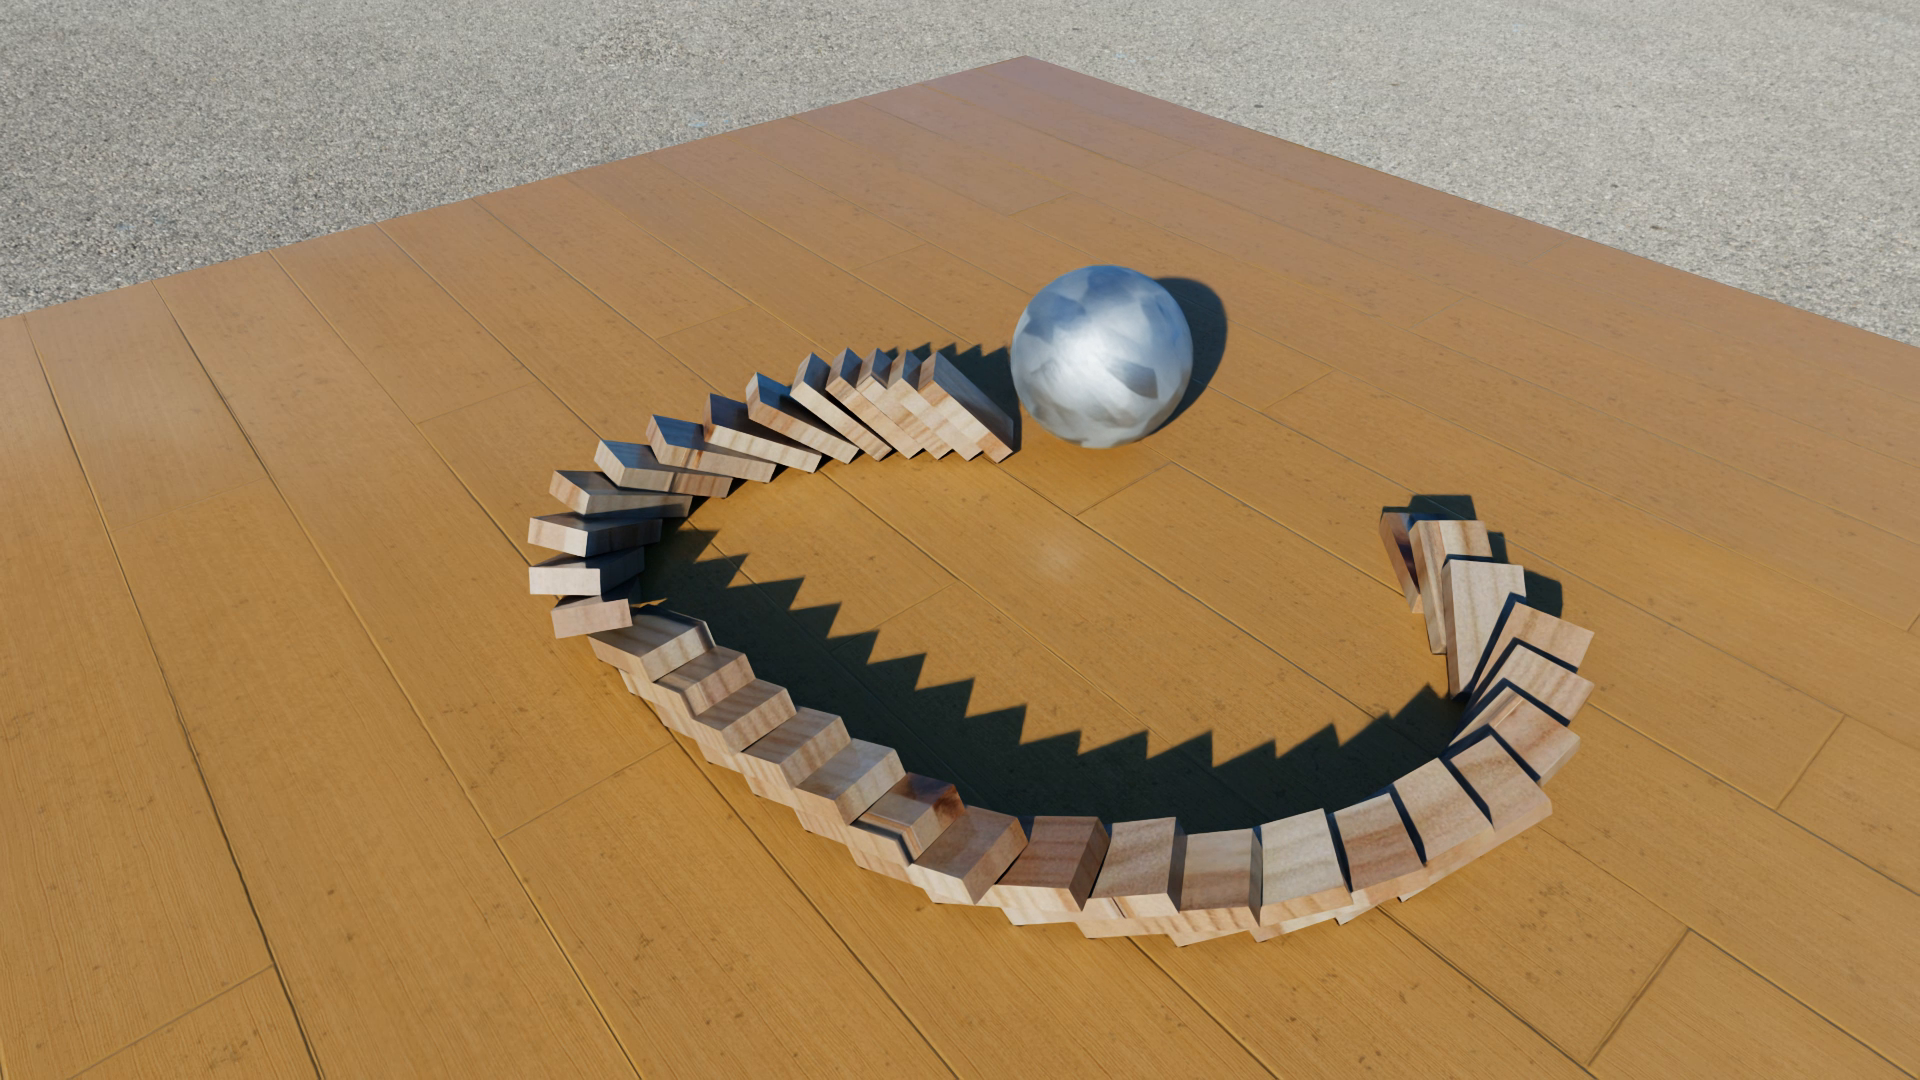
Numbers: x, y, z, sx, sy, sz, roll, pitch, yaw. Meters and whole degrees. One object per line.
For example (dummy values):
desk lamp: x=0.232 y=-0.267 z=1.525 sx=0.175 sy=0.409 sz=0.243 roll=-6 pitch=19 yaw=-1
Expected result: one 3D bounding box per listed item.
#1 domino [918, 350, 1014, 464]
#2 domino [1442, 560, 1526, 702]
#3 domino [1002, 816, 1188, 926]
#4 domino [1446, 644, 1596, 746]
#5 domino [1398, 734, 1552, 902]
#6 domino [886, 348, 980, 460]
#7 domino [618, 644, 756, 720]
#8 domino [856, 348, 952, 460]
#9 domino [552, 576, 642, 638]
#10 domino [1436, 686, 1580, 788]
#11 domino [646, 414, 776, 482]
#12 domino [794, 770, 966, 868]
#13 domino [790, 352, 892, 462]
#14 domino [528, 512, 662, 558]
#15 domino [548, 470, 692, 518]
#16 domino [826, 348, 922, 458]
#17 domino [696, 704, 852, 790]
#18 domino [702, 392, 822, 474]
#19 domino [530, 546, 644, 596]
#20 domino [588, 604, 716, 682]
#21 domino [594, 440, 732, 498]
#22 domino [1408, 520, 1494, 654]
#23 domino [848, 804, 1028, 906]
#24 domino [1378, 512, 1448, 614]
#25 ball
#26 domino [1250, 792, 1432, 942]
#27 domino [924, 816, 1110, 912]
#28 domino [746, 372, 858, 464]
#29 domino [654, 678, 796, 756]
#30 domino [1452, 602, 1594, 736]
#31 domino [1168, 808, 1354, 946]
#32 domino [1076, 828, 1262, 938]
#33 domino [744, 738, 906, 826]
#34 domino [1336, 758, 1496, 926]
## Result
domino: x=0.003 y=-0.059 z=0.490 sx=0.009 sy=0.050 sz=0.025 roll=-36 pitch=29 yaw=28
domino: x=0.186 y=0.032 z=0.388 sx=0.025 sy=0.010 sz=0.050 roll=5 pitch=64 yaw=6
domino: x=0.038 y=0.094 z=0.311 sx=0.050 sy=0.010 sz=0.025 roll=-14 pitch=32 yaw=27
domino: x=0.176 y=0.061 z=0.351 sx=0.025 sy=0.010 sz=0.050 roll=33 pitch=78 yaw=33
domino: x=0.144 y=0.082 z=0.326 sx=0.050 sy=0.010 sz=0.025 roll=-33 pitch=43 yaw=4
domino: x=-0.010 y=-0.060 z=0.491 sx=0.010 sy=0.050 sz=0.025 roll=-36 pitch=29 yaw=28
domino: x=-0.093 y=0.045 z=0.372 sx=0.025 sy=0.010 sz=0.050 roll=-32 pitch=23 yaw=-32
domino: x=-0.023 y=-0.061 z=0.492 sx=0.010 sy=0.050 sz=0.025 roll=-36 pitch=28 yaw=28
domino: x=-0.129 y=0.024 z=0.395 sx=0.025 sy=0.009 sz=0.050 roll=-9 pitch=9 yaw=-11
domino: x=0.162 y=0.072 z=0.338 sx=0.050 sy=0.010 sz=0.025 roll=-43 pitch=50 yaw=-5
domino: x=-0.107 y=-0.039 z=0.473 sx=0.050 sy=0.010 sz=0.025 roll=9 pitch=30 yaw=-37
domino: x=-0.025 y=0.080 z=0.329 sx=0.050 sy=0.009 sz=0.025 roll=2 pitch=31 yaw=47
domino: x=-0.051 y=-0.059 z=0.491 sx=0.050 sy=0.010 sz=0.025 roll=37 pitch=33 yaw=-23
domino: x=-0.141 y=-0.004 z=0.429 sx=0.025 sy=0.010 sz=0.050 roll=13 pitch=10 yaw=15
domino: x=-0.137 y=-0.019 z=0.447 sx=0.025 sy=0.010 sz=0.050 roll=29 pitch=18 yaw=32
domino: x=-0.037 y=-0.061 z=0.492 sx=0.010 sy=0.050 sz=0.025 roll=-36 pitch=29 yaw=28
domino: x=-0.060 y=0.063 z=0.349 sx=0.050 sy=0.010 sz=0.025 roll=3 pitch=30 yaw=47
domino: x=-0.087 y=-0.047 z=0.483 sx=0.050 sy=0.010 sz=0.025 roll=16 pitch=33 yaw=-26
domino: x=-0.138 y=0.011 z=0.411 sx=0.025 sy=0.009 sz=0.050 roll=1 pitch=9 yaw=1
domino: x=-0.108 y=0.035 z=0.384 sx=0.025 sy=0.010 sz=0.050 roll=-30 pitch=22 yaw=-32
domino: x=-0.124 y=-0.030 z=0.461 sx=0.050 sy=0.010 sz=0.025 roll=4 pitch=27 yaw=-45
domino: x=0.185 y=0.017 z=0.407 sx=0.025 sy=0.010 sz=0.050 roll=0 pitch=63 yaw=1
domino: x=-0.007 y=0.088 z=0.319 sx=0.050 sy=0.010 sz=0.025 roll=0 pitch=31 yaw=46
domino: x=0.185 y=0.009 z=0.433 sx=0.025 sy=0.010 sz=0.050 roll=1 pitch=39 yaw=2
ball: x=0.062 y=-0.080 z=0.486 sx=0.080 sy=0.080 sz=0.080 roll=0 pitch=39 yaw=0
domino: x=0.103 y=0.093 z=0.312 sx=0.050 sy=0.009 sz=0.025 roll=-24 pitch=37 yaw=14
domino: x=0.015 y=0.092 z=0.314 sx=0.050 sy=0.009 sz=0.025 roll=-9 pitch=31 yaw=35
domino: x=-0.070 y=-0.054 z=0.487 sx=0.050 sy=0.010 sz=0.025 roll=24 pitch=29 yaw=-30
domino: x=-0.078 y=0.055 z=0.360 sx=0.025 sy=0.010 sz=0.050 roll=-32 pitch=23 yaw=-32
domino: x=0.187 y=0.048 z=0.366 sx=0.025 sy=0.010 sz=0.050 roll=25 pitch=75 yaw=27
domino: x=0.082 y=0.095 z=0.310 sx=0.050 sy=0.009 sz=0.025 roll=-21 pitch=36 yaw=18
domino: x=0.058 y=0.096 z=0.308 sx=0.050 sy=0.010 sz=0.025 roll=-14 pitch=33 yaw=27
domino: x=-0.043 y=0.072 z=0.339 sx=0.050 sy=0.010 sz=0.025 roll=2 pitch=30 yaw=47
domino: x=0.125 y=0.087 z=0.319 sx=0.050 sy=0.009 sz=0.025 roll=-31 pitch=42 yaw=6
